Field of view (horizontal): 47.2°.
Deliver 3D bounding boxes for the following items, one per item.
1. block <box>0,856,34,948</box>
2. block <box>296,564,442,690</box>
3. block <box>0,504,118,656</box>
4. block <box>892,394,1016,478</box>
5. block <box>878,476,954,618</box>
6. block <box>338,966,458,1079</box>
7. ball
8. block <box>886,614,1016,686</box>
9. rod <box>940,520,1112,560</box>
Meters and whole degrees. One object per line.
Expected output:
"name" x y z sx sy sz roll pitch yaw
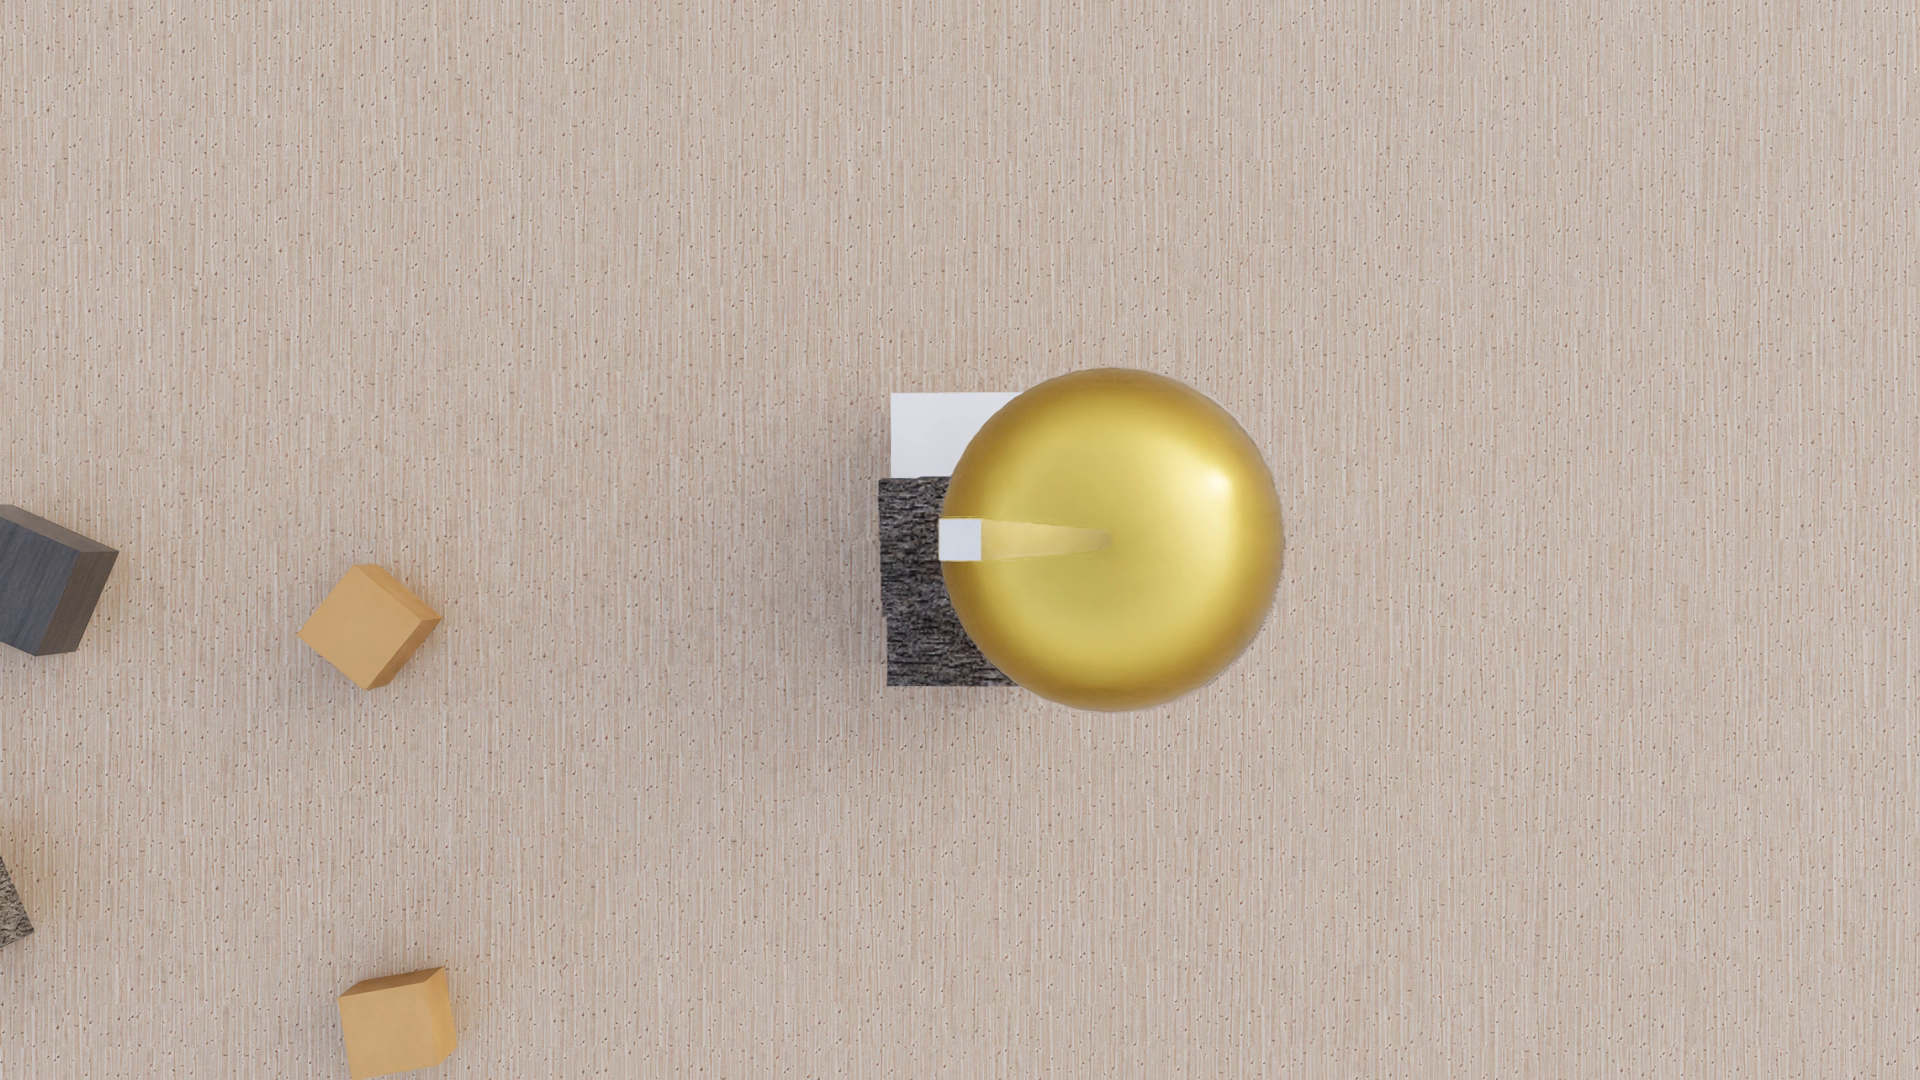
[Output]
"block" -5.937 2.134 12.653 0.705 0.695 0.724 -24 90 0
"block" -3.414 0.499 12.747 0.503 0.507 0.513 39 90 0
"block" -5.413 0.225 12.713 0.690 0.573 0.645 24 90 0
"block" 0.016 -0.416 12.580 0.793 0.841 0.791 0 90 0
"block" -0.044 0.018 11.752 0.740 0.818 0.704 -2 93 0
"block" -3.258 2.800 12.764 0.502 0.473 0.481 -10 90 0
"ball" 0.699 0.000 10.167 1.600 1.600 1.600 0 90 0
"block" 0.011 0.400 12.588 0.833 0.824 0.823 0 90 0
"rod" 0.303 0.000 6.791 0.080 5.200 0.080 0 90 7
